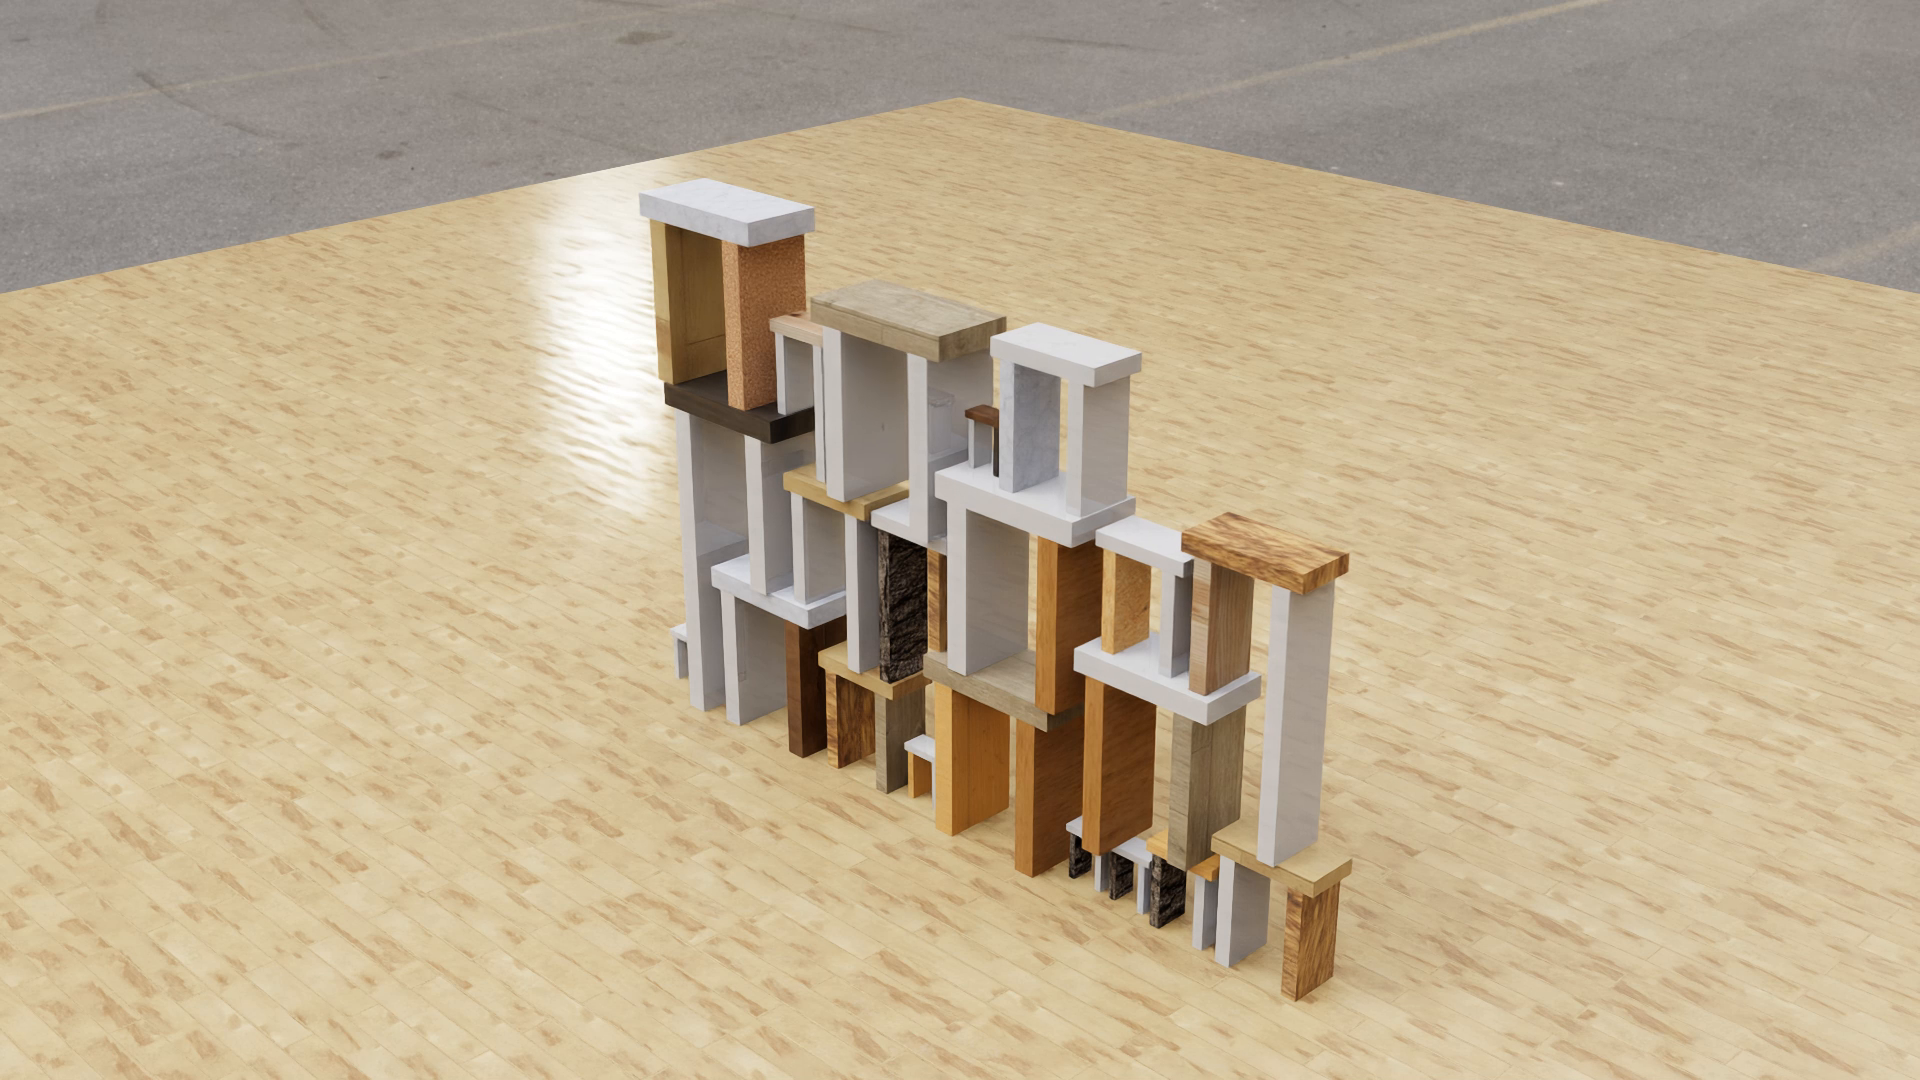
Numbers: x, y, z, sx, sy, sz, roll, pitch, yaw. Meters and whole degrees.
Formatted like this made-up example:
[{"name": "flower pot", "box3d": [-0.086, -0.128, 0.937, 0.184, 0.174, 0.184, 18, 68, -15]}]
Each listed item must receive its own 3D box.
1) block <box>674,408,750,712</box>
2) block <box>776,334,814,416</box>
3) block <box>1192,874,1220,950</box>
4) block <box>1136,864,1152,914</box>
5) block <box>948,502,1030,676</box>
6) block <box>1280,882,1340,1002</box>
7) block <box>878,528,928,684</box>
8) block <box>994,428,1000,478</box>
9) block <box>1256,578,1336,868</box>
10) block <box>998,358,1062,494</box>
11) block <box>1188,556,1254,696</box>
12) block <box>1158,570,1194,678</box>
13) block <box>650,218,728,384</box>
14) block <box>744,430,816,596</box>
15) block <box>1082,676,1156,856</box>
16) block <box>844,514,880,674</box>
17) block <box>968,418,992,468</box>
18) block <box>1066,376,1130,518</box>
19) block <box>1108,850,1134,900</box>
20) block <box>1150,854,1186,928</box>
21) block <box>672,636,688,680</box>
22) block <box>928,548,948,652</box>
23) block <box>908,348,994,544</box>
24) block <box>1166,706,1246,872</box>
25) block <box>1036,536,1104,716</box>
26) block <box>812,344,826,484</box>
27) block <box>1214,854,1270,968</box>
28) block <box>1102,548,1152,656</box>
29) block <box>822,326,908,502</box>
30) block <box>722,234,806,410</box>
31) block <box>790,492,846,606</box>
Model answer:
[{"name": "block", "box3d": [-0.522, 0.028, 4.799, 0.049, 0.700, 0.172, 21, 31, 41]}, {"name": "block", "box3d": [-0.330, -0.345, 4.438, 0.024, 0.169, 0.085, 21, 31, 41]}, {"name": "block", "box3d": [0.458, 0.664, 4.001, 0.022, 0.153, 0.076, 21, 31, 41]}, {"name": "block", "box3d": [0.355, 0.643, 4.111, 0.015, 0.104, 0.052, 21, 31, 41]}, {"name": "block", "box3d": [0.055, 0.070, 4.194, 0.172, 0.345, 0.049, -21, 31, -41]}, {"name": "block", "box3d": [0.615, 0.688, 3.855, 0.031, 0.222, 0.111, 21, 31, 41]}, {"name": "block", "box3d": [-0.113, 0.119, 4.401, 0.106, 0.332, 0.030, -21, 31, -40]}, {"name": "block", "box3d": [0.083, -0.168, 4.066, 0.014, 0.096, 0.048, 21, 31, 41]}, {"name": "block", "box3d": [0.570, 0.300, 3.734, 0.127, 0.523, 0.036, -22, 31, -41]}, {"name": "block", "box3d": [0.127, -0.221, 3.996, 0.035, 0.248, 0.124, 21, 31, 41]}, {"name": "block", "box3d": [0.452, 0.130, 3.792, 0.036, 0.254, 0.127, 21, 31, 39]}, {"name": "block", "box3d": [0.394, 0.133, 3.852, 0.028, 0.200, 0.100, 21, 31, 40]}, {"name": "block", "box3d": [-0.557, -0.516, 4.615, 0.049, 0.347, 0.174, 21, 31, 41]}, {"name": "block", "box3d": [-0.360, -0.073, 4.580, 0.049, 0.344, 0.172, 21, 31, 41]}, {"name": "block", "box3d": [0.295, 0.394, 4.066, 0.043, 0.361, 0.153, 21, 31, 40]}, {"name": "block", "box3d": [-0.174, 0.093, 4.448, 0.121, 0.343, 0.034, -21, 31, -41]}, {"name": "block", "box3d": [0.038, -0.186, 4.108, 0.048, 0.096, 0.014, -21, 31, -41]}, {"name": "block", "box3d": [0.244, -0.175, 3.888, 0.035, 0.248, 0.124, 21, 31, 40]}, {"name": "block", "box3d": [0.306, 0.624, 4.156, 0.015, 0.104, 0.052, 21, 31, 41]}, {"name": "block", "box3d": [0.386, 0.635, 4.067, 0.022, 0.153, 0.076, 21, 31, 41]}, {"name": "block", "box3d": [-0.627, 0.260, 5.014, 0.015, 0.104, 0.052, 21, 31, 41]}, {"name": "block", "box3d": [-0.013, 0.103, 4.286, 0.106, 0.212, 0.030, -21, 31, -40]}, {"name": "block", "box3d": [-0.016, -0.194, 4.166, 0.176, 0.367, 0.050, -21, 31, -41]}, {"name": "block", "box3d": [0.440, 0.424, 3.924, 0.043, 0.305, 0.153, 21, 31, 41]}, {"name": "block", "box3d": [0.217, 0.133, 4.045, 0.049, 0.345, 0.172, 21, 31, 41]}, {"name": "block", "box3d": [-0.250, -0.260, 4.388, 0.024, 0.285, 0.085, 21, 31, 41]}, {"name": "block", "box3d": [0.510, 0.647, 3.952, 0.031, 0.222, 0.111, 21, 31, 41]}, {"name": "block", "box3d": [0.299, 0.096, 3.938, 0.028, 0.200, 0.100, 21, 31, 40]}, {"name": "block", "box3d": [-0.183, -0.266, 4.317, 0.176, 0.352, 0.050, -21, 31, -41]}, {"name": "block", "box3d": [-0.393, -0.452, 4.464, 0.049, 0.347, 0.174, 21, 31, 41]}, {"name": "block", "box3d": [-0.288, 0.002, 4.533, 0.034, 0.242, 0.121, 21, 31, 41]}]
